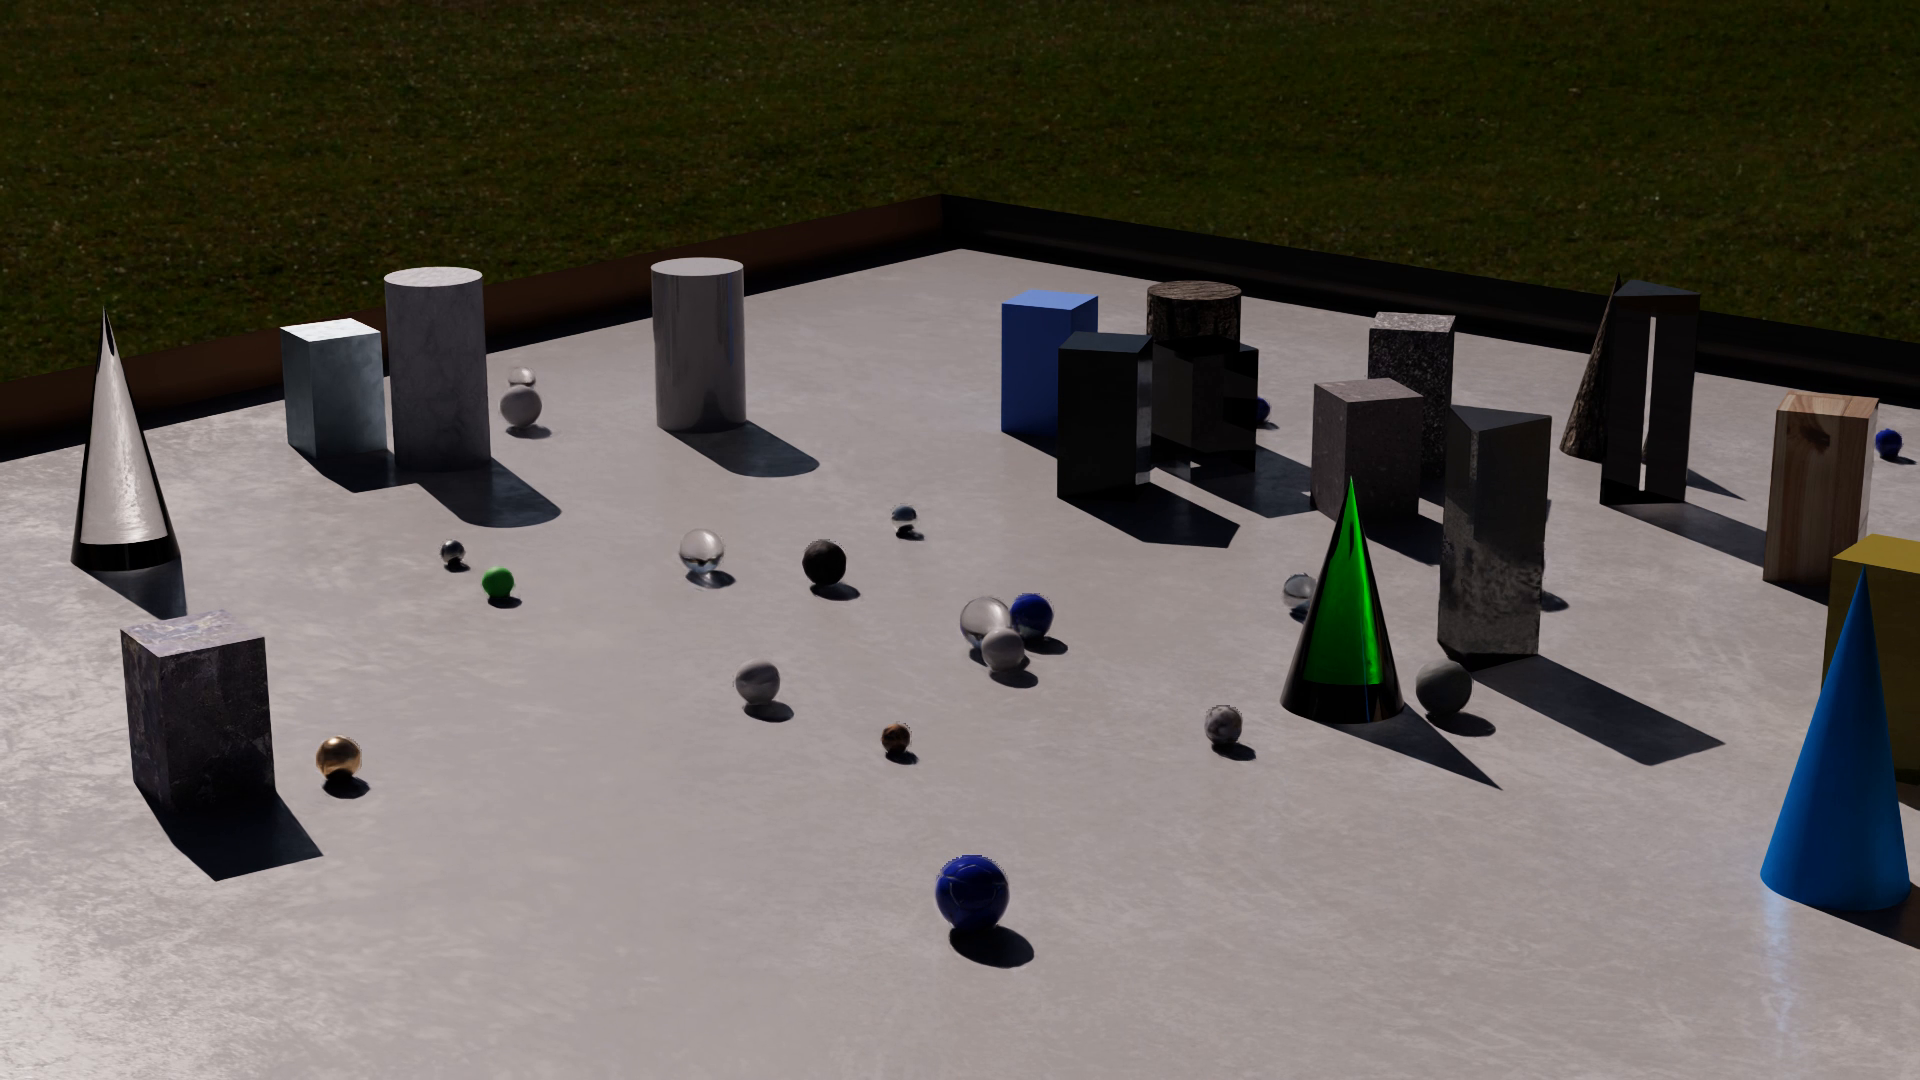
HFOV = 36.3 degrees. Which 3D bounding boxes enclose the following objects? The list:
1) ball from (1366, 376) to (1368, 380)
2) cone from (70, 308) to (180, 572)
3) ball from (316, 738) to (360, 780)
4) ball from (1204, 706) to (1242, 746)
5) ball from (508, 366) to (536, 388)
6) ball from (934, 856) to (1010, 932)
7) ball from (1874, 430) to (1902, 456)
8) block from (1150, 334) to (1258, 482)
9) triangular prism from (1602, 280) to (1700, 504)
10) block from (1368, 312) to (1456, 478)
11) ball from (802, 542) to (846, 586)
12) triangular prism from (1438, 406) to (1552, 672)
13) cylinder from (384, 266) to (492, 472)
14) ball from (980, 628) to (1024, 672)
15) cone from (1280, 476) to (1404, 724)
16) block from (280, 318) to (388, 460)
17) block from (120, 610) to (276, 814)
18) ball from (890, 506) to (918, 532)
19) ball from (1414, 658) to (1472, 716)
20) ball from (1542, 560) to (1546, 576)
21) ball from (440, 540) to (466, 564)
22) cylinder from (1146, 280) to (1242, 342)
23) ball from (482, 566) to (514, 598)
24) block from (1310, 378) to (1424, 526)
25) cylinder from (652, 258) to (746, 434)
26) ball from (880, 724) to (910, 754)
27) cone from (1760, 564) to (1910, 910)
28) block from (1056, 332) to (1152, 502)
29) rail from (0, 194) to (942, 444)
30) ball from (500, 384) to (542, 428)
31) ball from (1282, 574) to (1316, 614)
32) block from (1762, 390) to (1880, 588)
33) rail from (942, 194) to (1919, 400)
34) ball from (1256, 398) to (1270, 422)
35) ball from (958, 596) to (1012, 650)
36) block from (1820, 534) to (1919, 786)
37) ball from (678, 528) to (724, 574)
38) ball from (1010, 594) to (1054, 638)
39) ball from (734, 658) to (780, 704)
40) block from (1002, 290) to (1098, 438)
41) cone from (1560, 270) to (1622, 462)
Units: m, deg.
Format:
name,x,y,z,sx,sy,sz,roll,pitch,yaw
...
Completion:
name,x,y,z,sx,sy,sz,roll,pitch,yaw
ball,0.933,-0.357,6.540,0.053,0.053,0.053,0,17,0
cone,-1.524,-0.197,5.286,0.194,0.469,0.194,0,17,0
ball,-0.907,0.319,4.278,0.064,0.064,0.064,0,17,0
ball,0.397,0.281,4.417,0.058,0.058,0.058,0,17,0
ball,-0.974,-0.356,6.522,0.060,0.060,0.060,0,17,0
ball,0.016,0.456,3.769,0.097,0.097,0.097,0,17,0
ball,1.903,-0.199,6.009,0.056,0.056,0.056,0,17,0
block,0.488,-0.267,5.894,0.156,0.253,0.156,-9,19,-27
triangular prism,1.316,-0.289,5.693,0.168,0.412,0.146,-2,17,-6
block,0.904,-0.292,5.898,0.156,0.299,0.156,4,17,13
ball,-0.239,0.041,5.175,0.078,0.078,0.078,0,17,0
triangular prism,0.840,-0.009,4.779,0.168,0.404,0.146,-11,20,-32
cylinder,-1.056,-0.346,5.933,0.194,0.381,0.194,0,17,0
ball,0.069,0.177,4.737,0.071,0.071,0.071,0,17,0
cone,0.600,0.078,4.549,0.194,0.369,0.194,0,17,0
block,-1.294,-0.314,6.059,0.156,0.247,0.156,-11,20,-32
block,-1.099,0.245,4.228,0.156,0.235,0.156,-11,20,-33
ball,-0.105,-0.039,5.490,0.051,0.051,0.051,0,17,0
ball,0.749,0.228,4.541,0.088,0.088,0.088,0,17,0
ball,0.976,0.043,5.136,0.097,0.097,0.097,0,17,0
ball,-0.916,0.022,5.297,0.044,0.044,0.044,0,17,0
cylinder,0.485,-0.365,6.110,0.194,0.316,0.194,0,17,0
ball,-0.805,0.073,5.109,0.055,0.055,0.055,0,17,0
block,0.774,-0.169,5.587,0.156,0.242,0.156,-5,17,-16
cylinder,-0.555,-0.415,6.236,0.194,0.339,0.194,0,17,0
ball,-0.097,0.297,4.387,0.044,0.044,0.044,0,17,0
cone,1.173,0.243,3.867,0.194,0.447,0.194,0,17,0
block,0.284,-0.242,5.734,0.156,0.298,0.156,4,17,14
rail,-1.628,-0.377,6.473,0.045,0.126,4.862,14,22,39
ball,-0.935,-0.285,6.236,0.090,0.090,0.090,0,17,0
ball,0.585,0.092,5.026,0.067,0.067,0.067,0,17,0
block,1.527,-0.090,5.203,0.156,0.313,0.156,7,18,22
rail,1.578,-0.493,6.860,4.359,0.126,0.045,14,22,39
ball,0.636,-0.279,6.277,0.054,0.054,0.054,0,17,0
ball,0.042,0.138,4.838,0.088,0.088,0.088,0,17,0
block,1.377,0.174,4.321,0.156,0.318,0.156,12,21,35
ball,-0.463,0.019,5.245,0.080,0.080,0.080,0,17,0
ball,0.119,0.128,4.894,0.074,0.074,0.074,0,17,0
ball,-0.317,0.221,4.590,0.073,0.073,0.073,0,17,0
block,0.190,-0.374,6.207,0.156,0.277,0.156,7,18,23
cone,1.338,-0.367,6.010,0.194,0.378,0.194,0,17,0
